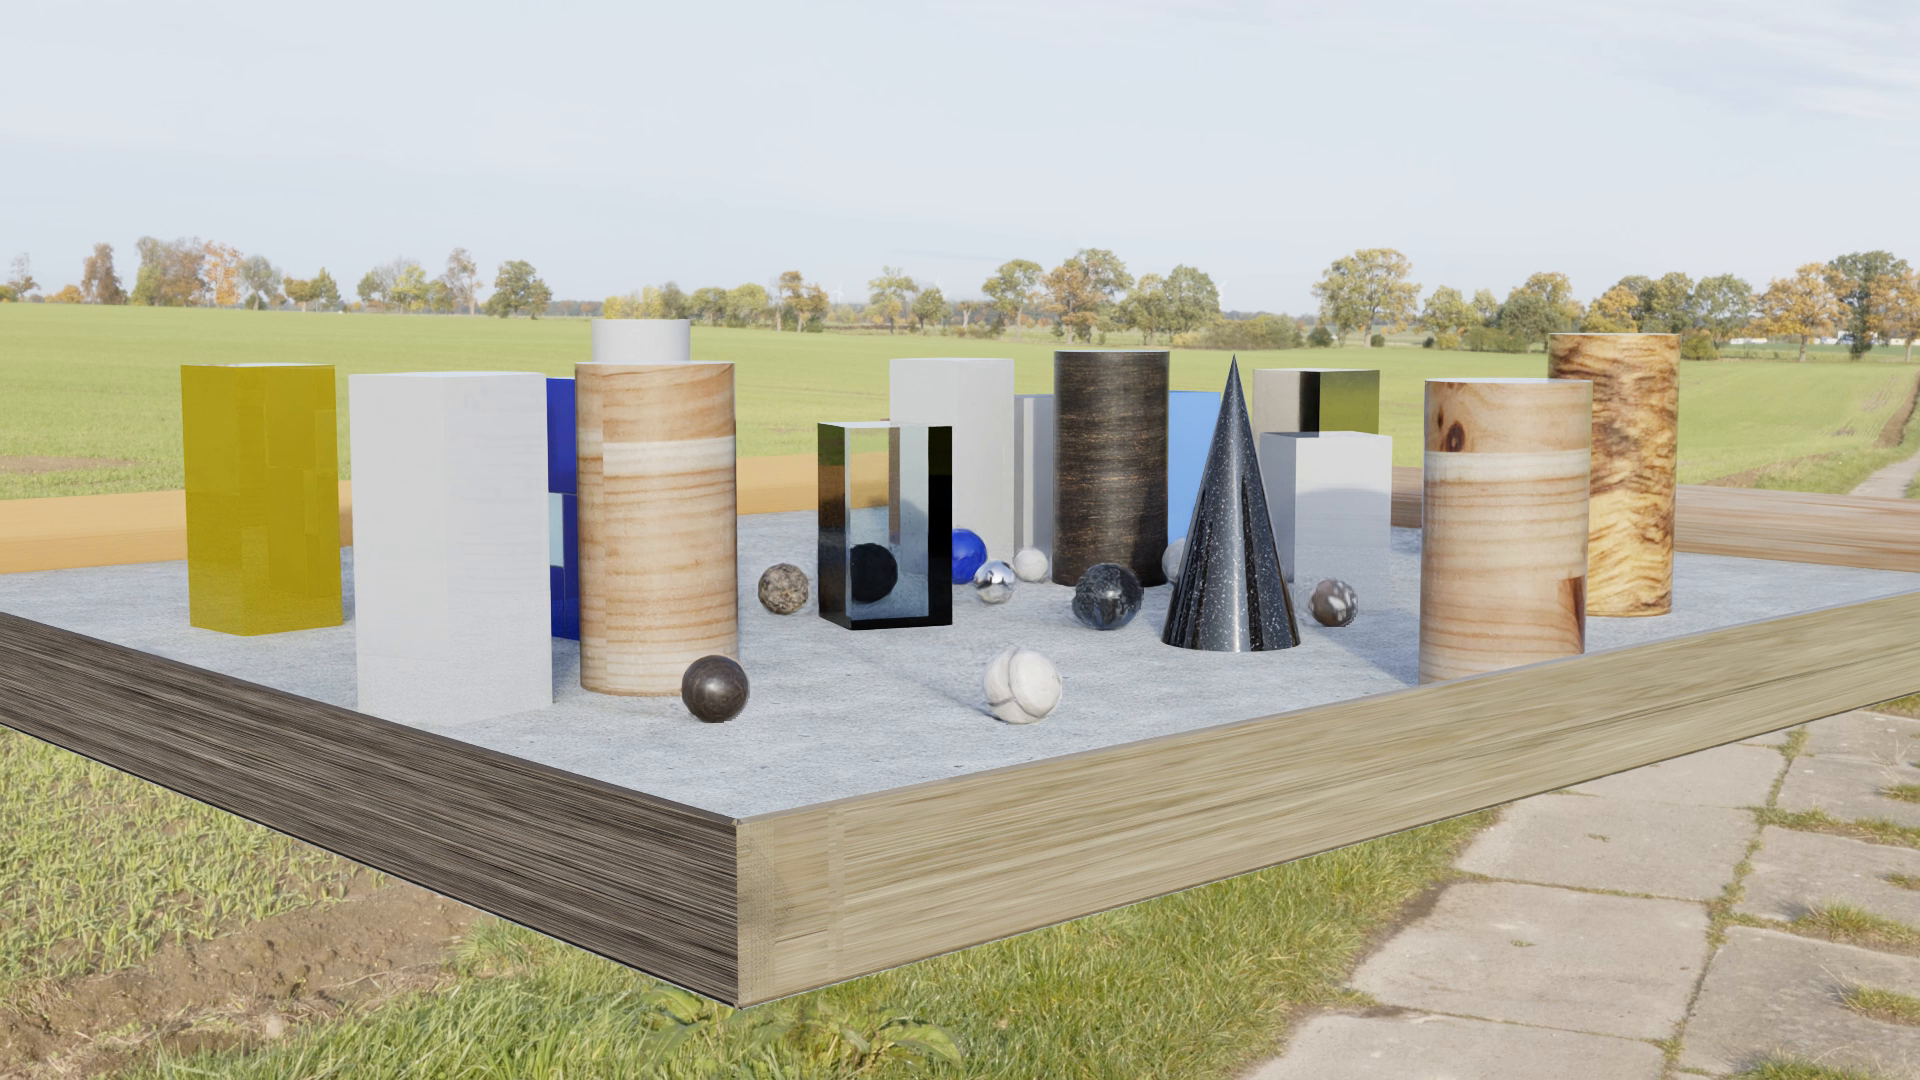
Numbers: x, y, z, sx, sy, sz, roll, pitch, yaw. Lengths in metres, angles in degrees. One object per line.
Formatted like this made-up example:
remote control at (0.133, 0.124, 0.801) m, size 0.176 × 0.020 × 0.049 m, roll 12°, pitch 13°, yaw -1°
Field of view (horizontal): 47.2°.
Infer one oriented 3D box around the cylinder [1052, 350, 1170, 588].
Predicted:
cylinder at (0.244, -0.118, 3.558) m, size 0.187 × 0.374 × 0.187 m, roll 0°, pitch 6°, yaw 0°

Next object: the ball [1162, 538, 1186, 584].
ball at (0.360, 0.037, 3.481) m, size 0.082 × 0.082 × 0.082 m, roll 0°, pitch 6°, yaw 0°

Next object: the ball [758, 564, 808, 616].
ball at (-0.256, 0.071, 3.187) m, size 0.075 × 0.075 × 0.075 m, roll 0°, pitch 6°, yaw 0°

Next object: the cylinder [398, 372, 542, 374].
cylinder at (-0.617, -0.028, 2.762) m, size 0.187 × 0.362 × 0.187 m, roll 0°, pitch 6°, yaw 0°

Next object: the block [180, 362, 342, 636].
block at (-0.972, -0.061, 3.063) m, size 0.149 × 0.365 × 0.149 m, roll 6°, pitch 8°, yaw 43°

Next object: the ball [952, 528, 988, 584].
ball at (-0.002, 0.026, 3.531) m, size 0.092 × 0.092 × 0.092 m, roll 0°, pitch 6°, yaw 0°

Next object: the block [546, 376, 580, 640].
block at (-0.455, -0.044, 2.974) m, size 0.149 × 0.350 × 0.149 m, roll 6°, pitch 8°, yaw 43°

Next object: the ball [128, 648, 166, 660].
ball at (-0.862, 0.158, 2.299) m, size 0.090 × 0.090 × 0.090 m, roll 0°, pitch 6°, yaw 0°

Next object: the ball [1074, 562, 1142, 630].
ball at (0.205, 0.078, 3.039) m, size 0.093 × 0.093 × 0.093 m, roll 0°, pitch 6°, yaw 0°

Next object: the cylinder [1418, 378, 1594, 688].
cylinder at (0.626, -0.003, 2.529) m, size 0.187 × 0.361 × 0.187 m, roll 0°, pitch 6°, yaw 0°

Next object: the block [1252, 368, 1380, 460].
block at (0.598, -0.117, 3.710) m, size 0.149 × 0.339 × 0.149 m, roll -5°, pitch 8°, yaw -39°

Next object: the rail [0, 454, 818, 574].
rail at (-0.893, -0.070, 4.295) m, size 2.856 × 0.121 × 0.045 m, roll -6°, pitch 8°, yaw -42°

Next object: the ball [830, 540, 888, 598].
ball at (-0.156, 0.044, 3.376) m, size 0.089 × 0.089 × 0.089 m, roll 0°, pitch 6°, yaw 0°

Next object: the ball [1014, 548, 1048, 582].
ball at (0.115, 0.041, 3.564) m, size 0.056 × 0.056 × 0.056 m, roll 0°, pitch 6°, yaw 0°

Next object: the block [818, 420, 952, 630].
block at (-0.107, -0.024, 3.114) m, size 0.149 × 0.280 × 0.149 m, roll -2°, pitch 6°, yaw -21°

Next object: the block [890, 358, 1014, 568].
block at (-0.013, -0.129, 3.737) m, size 0.149 × 0.357 × 0.149 m, roll 5°, pitch 8°, yaw 40°

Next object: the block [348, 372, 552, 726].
block at (-0.561, 0.003, 2.427) m, size 0.149 × 0.371 × 0.149 m, roll 4°, pitch 7°, yaw 35°

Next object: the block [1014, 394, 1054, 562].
block at (0.145, -0.112, 3.910) m, size 0.149 × 0.288 × 0.149 m, roll -3°, pitch 7°, yaw -26°

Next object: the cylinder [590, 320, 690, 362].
cylinder at (-0.605, -0.209, 4.189) m, size 0.187 × 0.420 × 0.187 m, roll 0°, pitch 6°, yaw 0°

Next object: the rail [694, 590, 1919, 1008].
rail at (0.893, 0.134, 2.370) m, size 2.856 × 0.121 × 0.045 m, roll -6°, pitch 8°, yaw -42°

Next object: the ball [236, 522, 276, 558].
ball at (-1.252, 0.000, 3.908) m, size 0.065 × 0.065 × 0.065 m, roll 0°, pitch 6°, yaw 0°

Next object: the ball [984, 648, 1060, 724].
ball at (0.066, 0.156, 2.351) m, size 0.082 × 0.082 × 0.082 m, roll 0°, pitch 6°, yaw 0°

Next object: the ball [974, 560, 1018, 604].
ball at (0.054, 0.063, 3.302) m, size 0.067 × 0.067 × 0.067 m, roll 0°, pitch 6°, yaw 0°

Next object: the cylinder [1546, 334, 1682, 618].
cylinder at (0.955, -0.100, 3.233) m, size 0.187 × 0.405 × 0.187 m, roll 0°, pitch 6°, yaw 0°

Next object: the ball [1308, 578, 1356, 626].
ball at (0.520, 0.088, 3.071) m, size 0.067 × 0.067 × 0.067 m, roll 0°, pitch 6°, yaw 0°

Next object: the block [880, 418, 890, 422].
block at (-0.054, -0.113, 4.174) m, size 0.149 × 0.233 × 0.149 m, roll -3°, pitch 7°, yaw -25°

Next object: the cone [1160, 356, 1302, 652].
cone at (0.362, -0.056, 2.920) m, size 0.187 × 0.385 × 0.187 m, roll 0°, pitch 6°, yaw 0°

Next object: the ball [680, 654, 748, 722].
ball at (-0.264, 0.160, 2.368) m, size 0.072 × 0.072 × 0.072 m, roll 0°, pitch 6°, yaw 0°

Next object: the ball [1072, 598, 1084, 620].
ball at (0.181, 0.093, 3.130) m, size 0.044 × 0.044 × 0.044 m, roll 0°, pitch 6°, yaw 0°

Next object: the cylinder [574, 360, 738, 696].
cylinder at (-0.356, -0.019, 2.592) m, size 0.187 × 0.380 × 0.187 m, roll 0°, pitch 6°, yaw 0°

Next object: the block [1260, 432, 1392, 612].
block at (0.544, -0.030, 3.290) m, size 0.149 × 0.255 × 0.149 m, roll -1°, pitch 6°, yaw -13°

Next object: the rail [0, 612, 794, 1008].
rail at (-1.032, 0.132, 2.385) m, size 0.045 × 0.121 × 2.681 m, roll -6°, pitch 8°, yaw -42°

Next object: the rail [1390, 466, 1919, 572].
rail at (1.032, -0.069, 4.279) m, size 0.045 × 0.121 × 2.681 m, roll -6°, pitch 8°, yaw -42°

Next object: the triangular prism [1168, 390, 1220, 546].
triangular prism at (0.367, -0.120, 3.950) m, size 0.162 × 0.294 × 0.140 m, roll -1°, pitch 6°, yaw -12°
